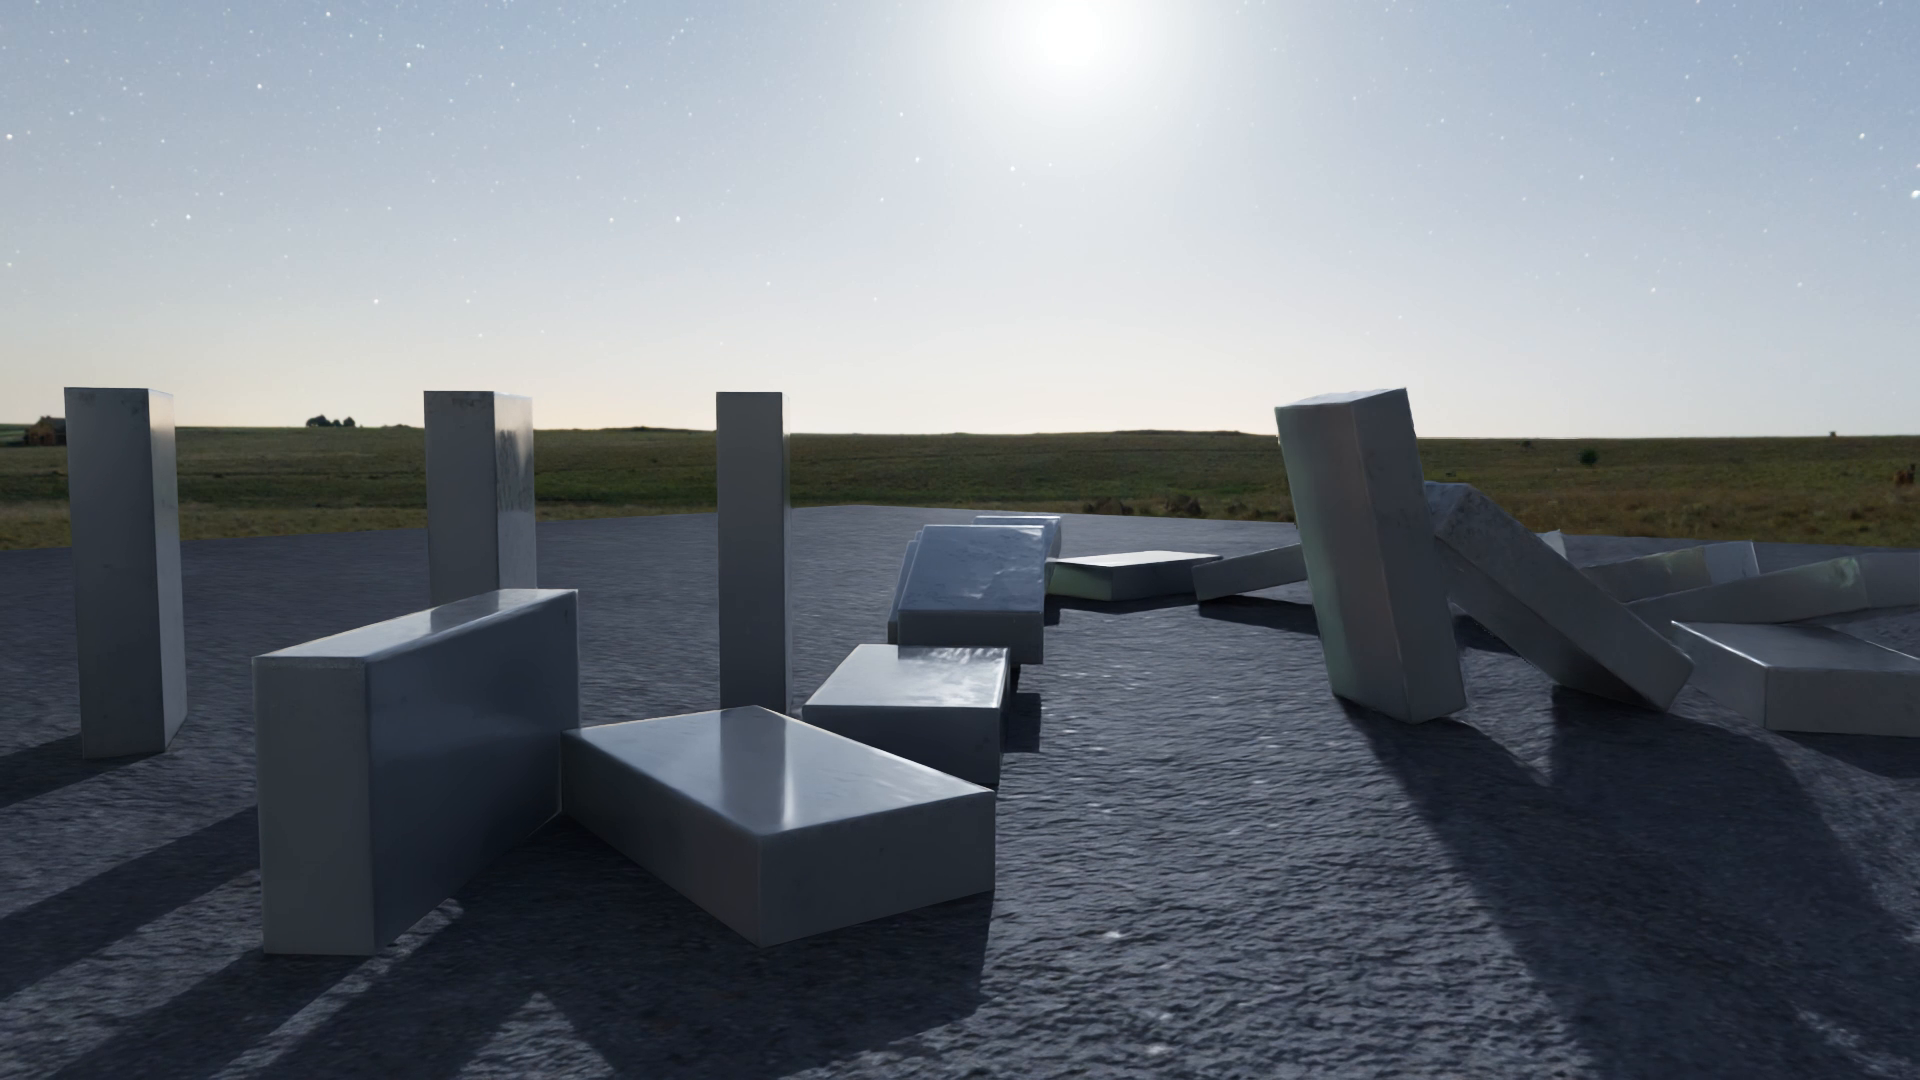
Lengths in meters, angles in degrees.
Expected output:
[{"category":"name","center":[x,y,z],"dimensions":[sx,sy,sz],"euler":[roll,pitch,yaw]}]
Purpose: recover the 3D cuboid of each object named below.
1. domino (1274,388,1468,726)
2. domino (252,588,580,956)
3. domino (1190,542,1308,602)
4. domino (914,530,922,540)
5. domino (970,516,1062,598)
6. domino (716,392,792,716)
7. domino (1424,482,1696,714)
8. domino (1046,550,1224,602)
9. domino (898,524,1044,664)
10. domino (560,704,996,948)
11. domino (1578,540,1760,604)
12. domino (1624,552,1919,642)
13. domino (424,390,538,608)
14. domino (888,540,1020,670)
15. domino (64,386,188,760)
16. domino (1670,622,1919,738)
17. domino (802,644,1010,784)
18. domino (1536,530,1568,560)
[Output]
[{"category":"domino","center":[0.065,0.002,0.204],"dimensions":[0.010,0.050,0.025],"euler":[-15,7,-10]},{"category":"domino","center":[-0.052,0.020,0.131],"dimensions":[0.010,0.025,0.050],"euler":[0,4,3]},{"category":"domino","center":[0.090,0.006,0.342],"dimensions":[0.050,0.009,0.025],"euler":[-14,-3,26]},{"category":"domino","center":[0.000,0.010,0.306],"dimensions":[0.025,0.009,0.050],"euler":[0,17,2]},{"category":"domino","center":[0.012,0.006,0.349],"dimensions":[0.025,0.009,0.050],"euler":[1,19,11]},{"category":"domino","center":[-0.032,0.003,0.199],"dimensions":[0.009,0.050,0.025],"euler":[0,4,-5]},{"category":"domino","center":[0.092,0.009,0.210],"dimensions":[0.050,0.009,0.025],"euler":[35,-3,-12]},{"category":"domino","center":[0.051,0.010,0.372],"dimensions":[0.050,0.010,0.025],"euler":[-4,6,-43]},{"category":"domino","center":[0.003,0.009,0.243],"dimensions":[0.025,0.009,0.050],"euler":[1,18,4]},{"category":"domino","center":[-0.021,0.028,0.135],"dimensions":[0.025,0.010,0.050],"euler":[-3,5,-36]},{"category":"domino","center":[0.146,0.010,0.286],"dimensions":[0.025,0.009,0.050],"euler":[-3,-9,-38]},{"category":"domino","center":[0.158,0.012,0.247],"dimensions":[0.025,0.009,0.050],"euler":[-1,-12,-20]},{"category":"domino","center":[-0.072,0.003,0.196],"dimensions":[0.009,0.050,0.025],"euler":[0,4,-6]},{"category":"domino","center":[0.000,0.012,0.265],"dimensions":[0.025,0.009,0.050],"euler":[0,18,2]},{"category":"domino","center":[-0.119,0.004,0.185],"dimensions":[0.009,0.050,0.025],"euler":[-2,5,-25]},{"category":"domino","center":[0.138,0.022,0.212],"dimensions":[0.025,0.010,0.050],"euler":[1,4,14]},{"category":"domino","center":[-0.006,0.024,0.186],"dimensions":[0.025,0.009,0.050],"euler":[0,4,4]},{"category":"domino","center":[0.121,0.008,0.319],"dimensions":[0.050,0.009,0.025],"euler":[-15,-6,37]}]
